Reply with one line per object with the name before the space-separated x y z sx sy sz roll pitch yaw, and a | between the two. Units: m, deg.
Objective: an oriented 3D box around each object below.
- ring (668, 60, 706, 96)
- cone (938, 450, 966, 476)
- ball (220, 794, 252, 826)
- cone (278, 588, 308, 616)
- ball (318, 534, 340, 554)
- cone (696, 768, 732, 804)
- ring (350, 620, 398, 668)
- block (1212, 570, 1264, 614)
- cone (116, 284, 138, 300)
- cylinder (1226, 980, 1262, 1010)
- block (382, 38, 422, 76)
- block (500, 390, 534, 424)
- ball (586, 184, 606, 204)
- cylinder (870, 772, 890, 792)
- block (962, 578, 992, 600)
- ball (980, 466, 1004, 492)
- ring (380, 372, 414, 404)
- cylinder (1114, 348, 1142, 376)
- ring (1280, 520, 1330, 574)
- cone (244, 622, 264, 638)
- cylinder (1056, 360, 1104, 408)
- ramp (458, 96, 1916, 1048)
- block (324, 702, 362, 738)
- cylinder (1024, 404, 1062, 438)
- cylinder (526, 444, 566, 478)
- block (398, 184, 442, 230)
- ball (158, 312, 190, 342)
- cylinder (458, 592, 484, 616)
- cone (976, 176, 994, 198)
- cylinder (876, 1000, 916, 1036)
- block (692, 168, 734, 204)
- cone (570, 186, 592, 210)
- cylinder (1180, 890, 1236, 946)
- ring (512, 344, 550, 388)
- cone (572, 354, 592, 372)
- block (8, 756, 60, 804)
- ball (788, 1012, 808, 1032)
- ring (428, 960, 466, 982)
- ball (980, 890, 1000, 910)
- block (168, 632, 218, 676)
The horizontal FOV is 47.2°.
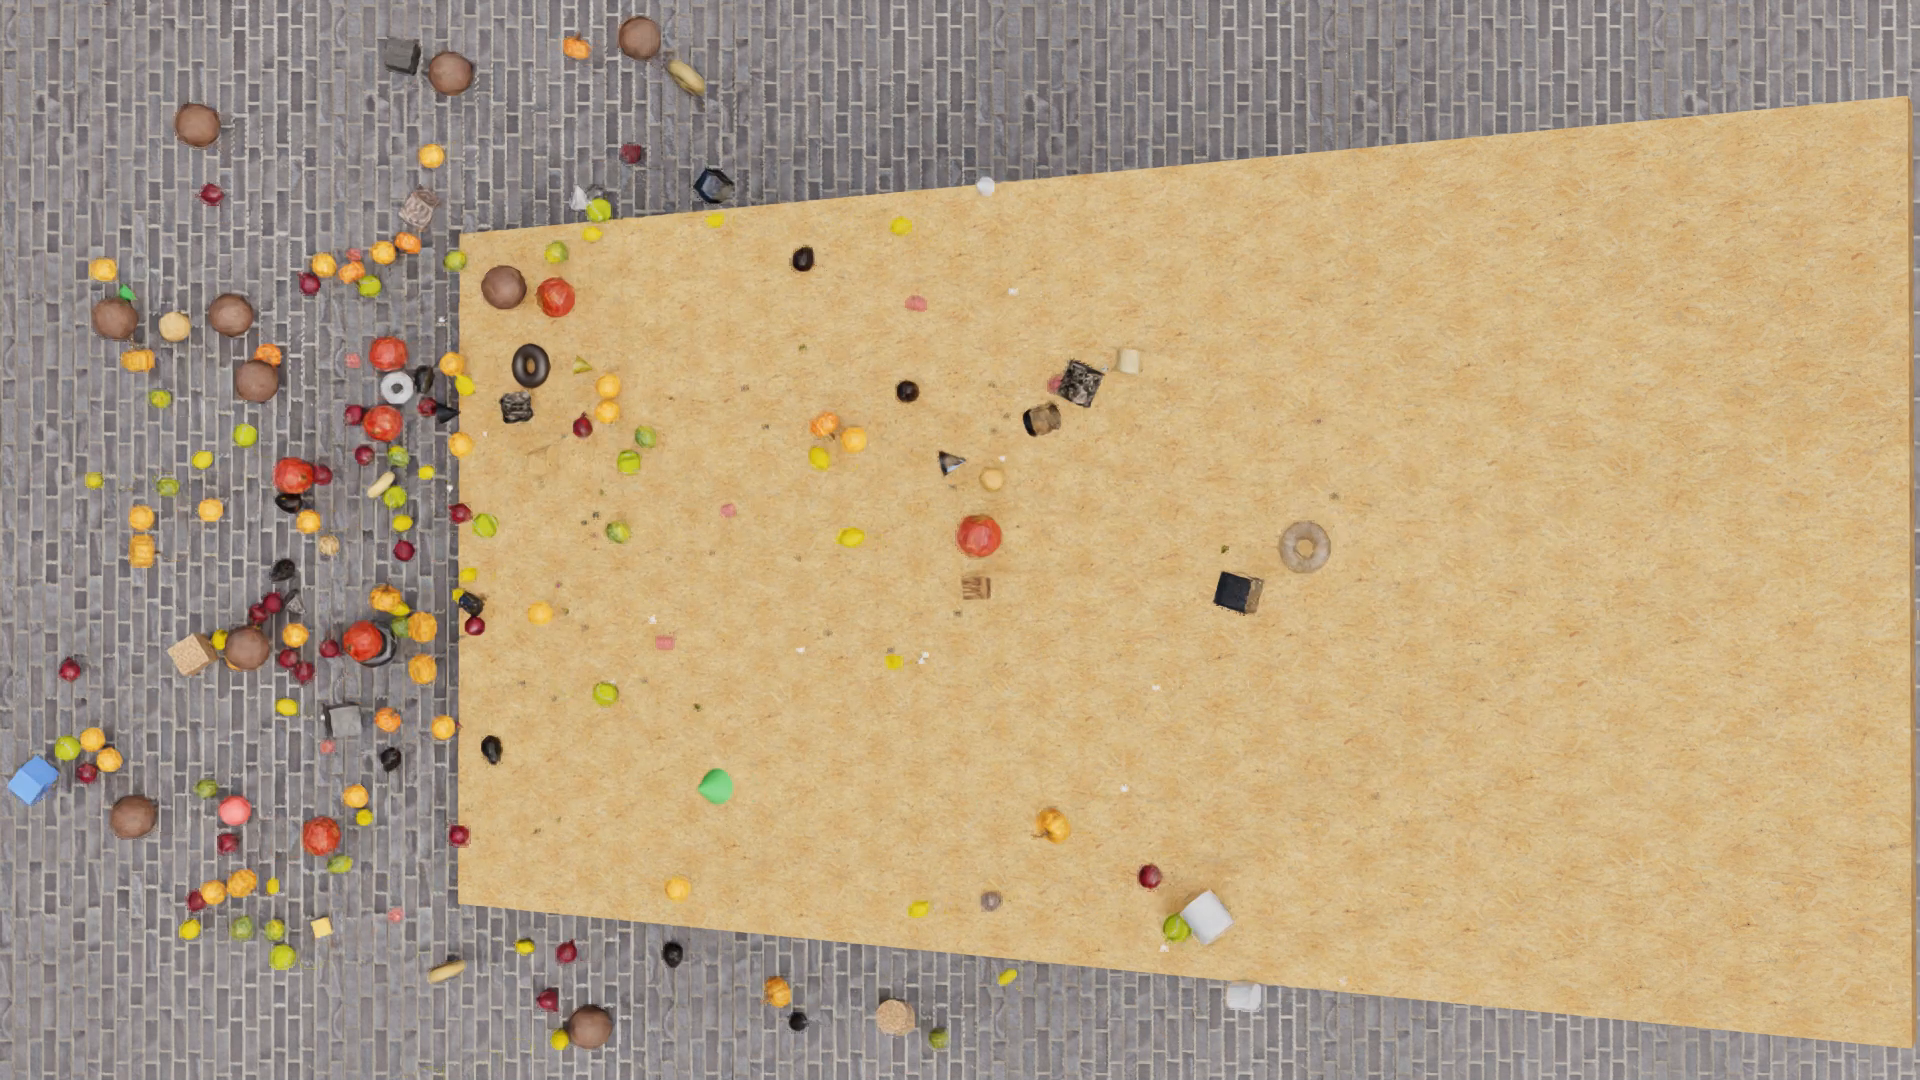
ring | -0.817 -1.380 6.575 0.139 0.139 0.046 39 84 0
cone | -0.014 -0.203 5.723 0.072 0.072 0.072 -10 89 2
ball | -2.177 0.811 6.603 0.092 0.092 0.092 0 89 0
cone | -1.998 0.203 6.636 0.082 0.082 0.082 -44 116 0
ball | -1.902 0.014 6.625 0.062 0.062 0.062 0 89 0
cone | -0.696 0.683 6.057 0.099 0.099 0.099 0 89 29
ring | -1.769 0.312 6.629 0.145 0.048 0.145 0 88 0
block | 0.673 0.125 5.307 0.082 0.082 0.082 18 98 28
cone | -2.512 -0.739 6.651 0.055 0.055 0.055 27 89 -26
cylinder | 0.686 1.100 5.312 0.063 0.063 0.063 0 89 30
block | -1.682 -1.458 6.631 0.081 0.081 0.081 14 89 0
block | -1.287 -0.384 6.383 0.074 0.074 0.074 -12 85 -23
ball | -1.058 -1.006 6.404 0.058 0.058 0.058 0 89 0
cylinder | -0.210 0.642 5.843 0.050 0.050 0.050 0 85 5
block | 0.043 0.126 5.675 0.055 0.055 0.055 -5 87 29
ball | 0.082 -0.155 5.650 0.065 0.065 0.065 0 89 0
ring | -1.701 -0.459 6.644 0.100 0.033 0.100 0 85 -4
cylinder | 0.419 -0.444 5.467 0.059 0.059 0.059 9 95 0
ring | 0.823 0.018 5.247 0.129 0.043 0.129 0 91 29
cone | -2.121 0.280 6.638 0.055 0.055 0.055 27 89 -21
cylinder | 0.301 -0.391 5.512 0.092 0.092 0.092 24 99 0
ramp | 0.273 0.076 5.636 4.000 0.100 2.000 0 89 29
block | -1.848 0.538 6.583 0.087 0.087 0.087 -9 98 -27
cylinder | 0.209 -0.303 5.577 0.072 0.072 0.072 -15 89 28
cylinder | -1.198 -0.228 6.359 0.079 0.079 0.079 -15 89 28
block | -1.618 -0.997 6.594 0.083 0.083 0.083 36 116 -15
ball | -2.363 -0.642 6.617 0.092 0.092 0.092 0 89 0
cylinder | -1.444 0.189 6.496 0.053 0.053 0.053 32 89 29
cone | 0.054 -0.915 5.680 0.054 0.054 0.054 0 89 29
cylinder | -0.191 1.427 6.569 0.098 0.098 0.098 -4 73 12
block | -0.705 -1.012 6.292 0.069 0.069 0.069 48 115 18
cone | -1.147 -1.041 6.618 0.069 0.069 0.069 -9 134 0
cylinder | 0.601 0.916 5.327 0.097 0.097 0.097 -38 73 0
ring | -1.252 -0.506 6.412 0.132 0.044 0.132 2 94 30
cone | -1.078 -0.497 6.326 0.056 0.056 0.056 21 89 -16
block | -2.774 0.718 6.587 0.086 0.086 0.086 41 116 -4
ball | -0.486 1.450 6.614 0.056 0.056 0.056 0 89 0
ring | -1.534 1.289 6.584 0.118 0.118 0.039 -21 88 0
ball | 0.078 0.927 5.649 0.052 0.052 0.052 0 89 0
block | -2.304 0.343 6.607 0.092 0.092 0.092 -31 90 0
